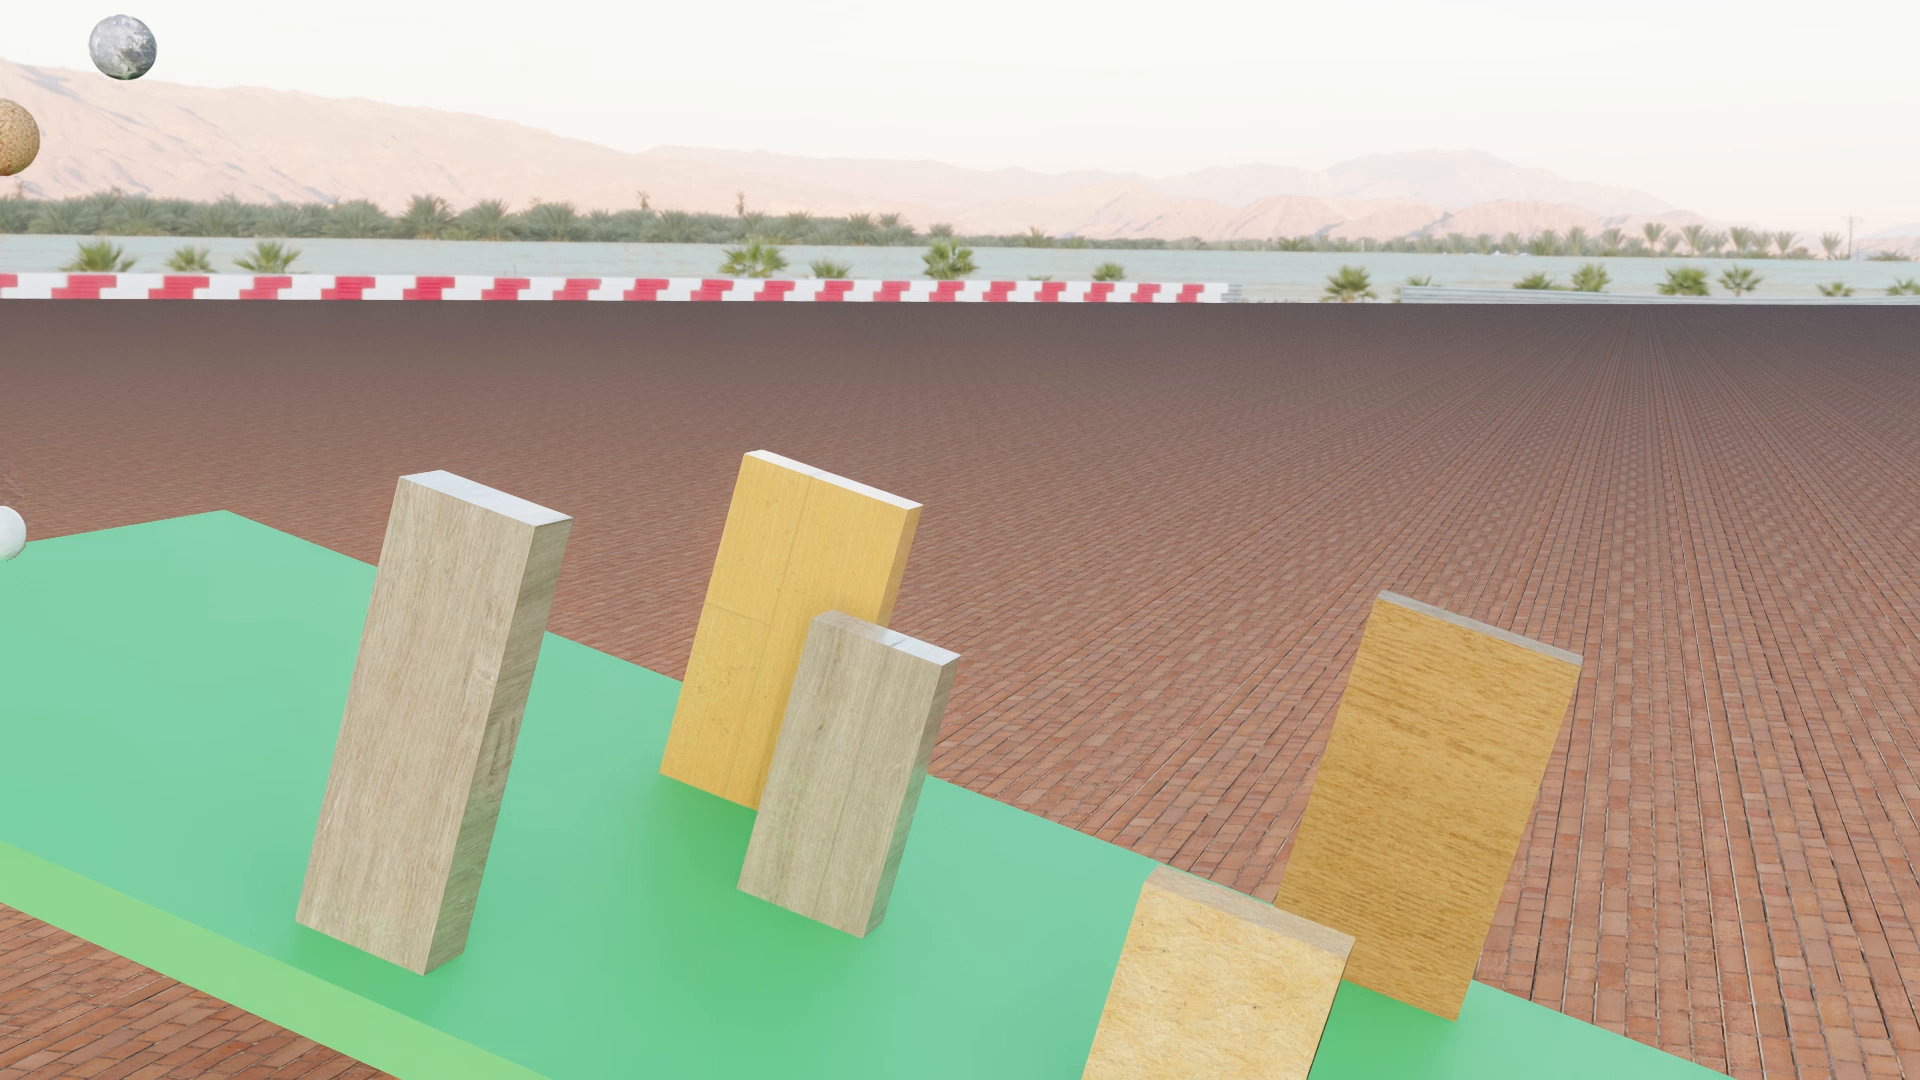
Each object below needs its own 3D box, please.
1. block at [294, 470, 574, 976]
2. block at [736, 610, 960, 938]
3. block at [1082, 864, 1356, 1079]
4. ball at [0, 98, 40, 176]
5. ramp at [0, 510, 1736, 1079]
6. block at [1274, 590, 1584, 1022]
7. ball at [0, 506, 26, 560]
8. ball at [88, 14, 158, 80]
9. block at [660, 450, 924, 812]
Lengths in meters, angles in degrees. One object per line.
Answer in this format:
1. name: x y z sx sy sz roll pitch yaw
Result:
1. block: -0.836 0.288 3.482 0.241 0.752 0.125 19 12 14
2. block: -0.211 0.439 4.142 0.265 0.550 0.116 19 12 14
3. block: 0.410 0.799 3.589 0.340 0.429 0.117 19 12 14
4. ball: -1.964 -0.823 4.490 0.159 0.159 0.159 0 7 0
5. ramp: -0.371 0.718 4.235 4.000 0.100 2.000 19 12 14
6. block: 0.961 0.553 4.601 0.429 0.794 0.130 19 12 14
7. ball: -2.025 -0.016 4.621 0.117 0.117 0.117 0 7 0
8. ball: -1.639 -0.964 4.305 0.126 0.126 0.126 0 7 0
9. block: -0.358 0.211 4.603 0.371 0.715 0.098 19 12 14
